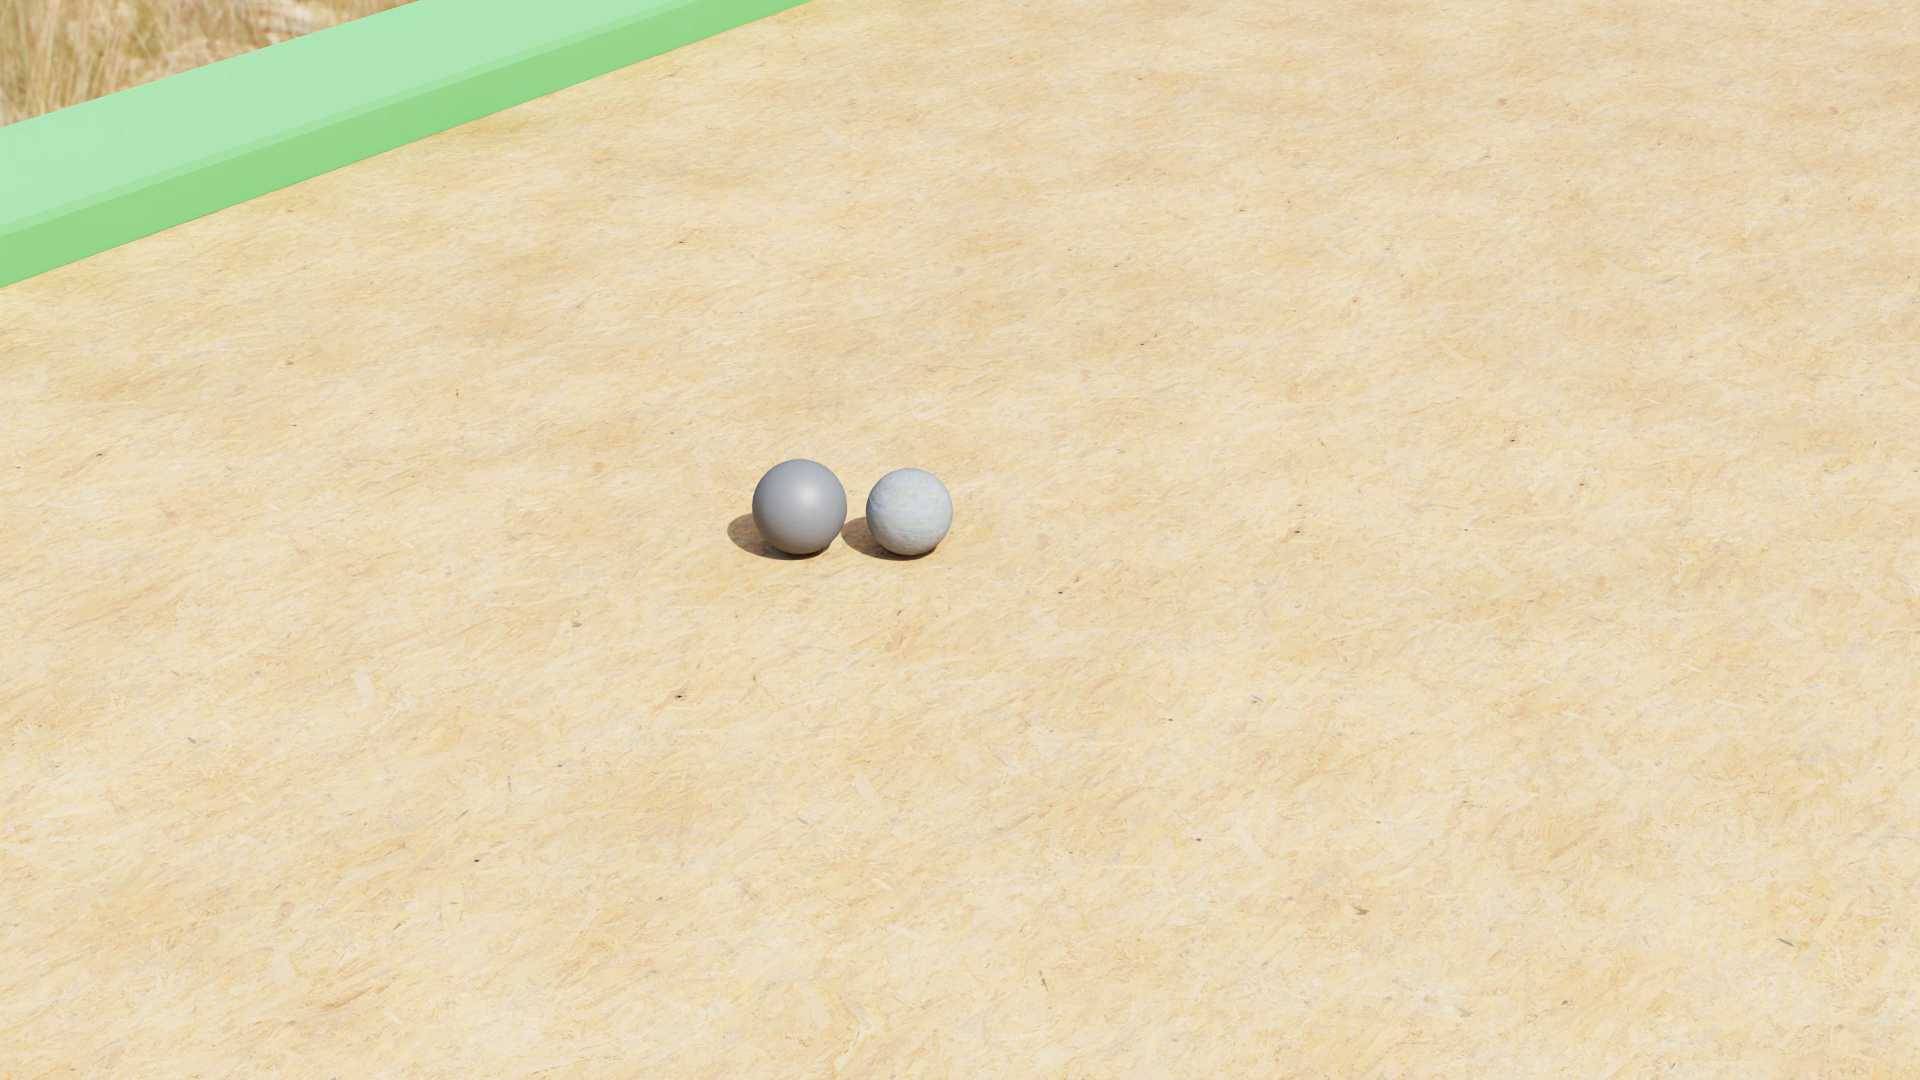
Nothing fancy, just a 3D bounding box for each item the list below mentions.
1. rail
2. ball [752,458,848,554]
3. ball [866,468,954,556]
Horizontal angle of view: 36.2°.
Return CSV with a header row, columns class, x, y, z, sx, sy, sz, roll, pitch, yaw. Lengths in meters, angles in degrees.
class,x,y,z,sx,sy,sz,roll,pitch,yaw
rail,-0.233,-0.566,2.958,0.045,0.124,3.639,16,30,31
ball,-0.102,-0.021,1.875,0.061,0.061,0.061,0,25,0
ball,-0.032,-0.018,1.874,0.056,0.056,0.056,0,25,0
